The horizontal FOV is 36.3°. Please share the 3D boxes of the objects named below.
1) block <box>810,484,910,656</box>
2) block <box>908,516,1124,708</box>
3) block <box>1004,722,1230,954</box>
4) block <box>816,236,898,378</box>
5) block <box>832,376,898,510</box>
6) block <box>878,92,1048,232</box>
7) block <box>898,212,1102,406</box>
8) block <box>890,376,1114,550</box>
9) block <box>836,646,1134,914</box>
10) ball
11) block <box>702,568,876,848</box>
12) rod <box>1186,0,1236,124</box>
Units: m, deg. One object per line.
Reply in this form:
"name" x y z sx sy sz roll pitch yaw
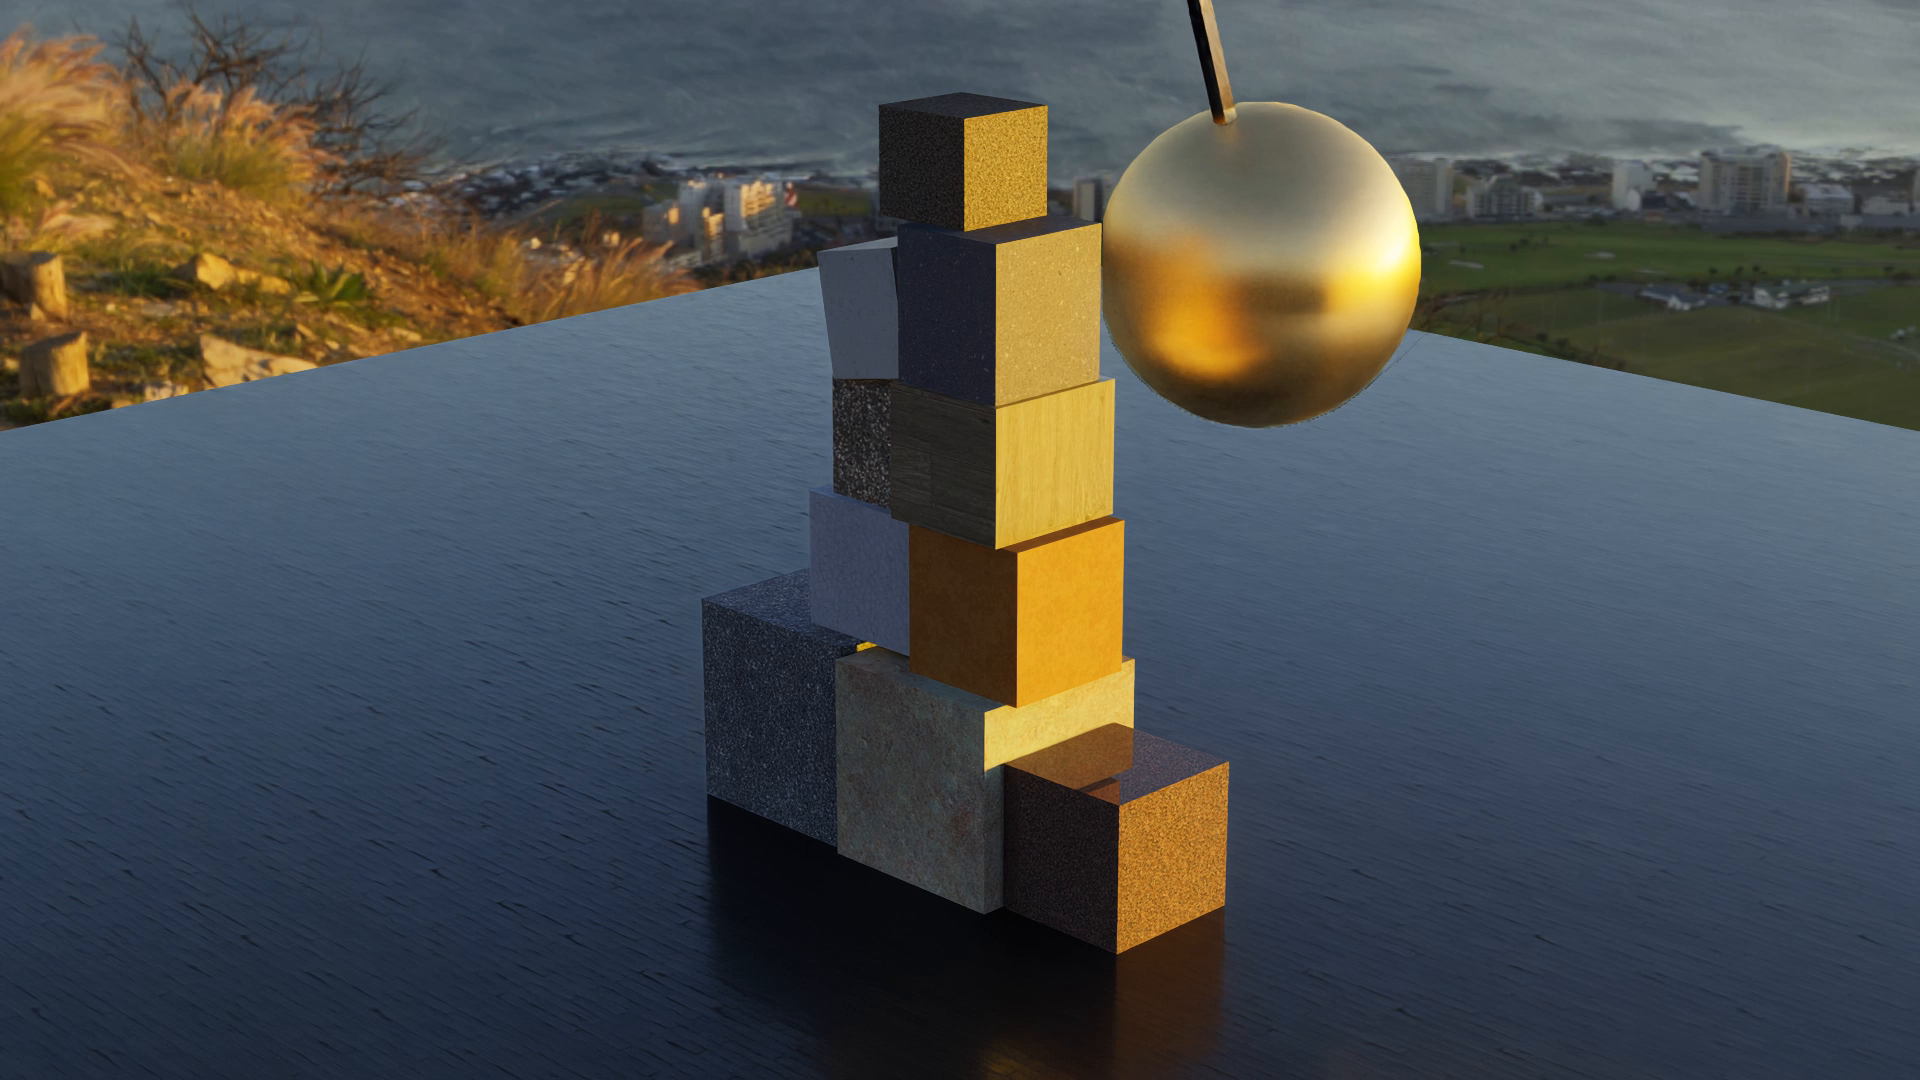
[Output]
"block" -0.242 0.092 13.620 0.581 0.646 0.707 -17 24 -42
"block" 0.252 0.253 13.154 0.684 0.712 0.672 -17 24 -42
"block" 0.691 1.310 13.023 0.722 0.692 0.682 -17 24 -42
"block" -0.241 -1.064 13.267 0.553 0.581 0.497 -16 13 -42
"block" -0.218 -0.482 13.445 0.510 0.555 0.521 -17 24 -42
"block" 0.014 -1.662 12.834 0.512 0.485 0.527 -17 24 -42
"block" 0.172 -1.037 12.821 0.655 0.700 0.598 -17 24 -42
"block" 0.189 -0.405 13.019 0.750 0.624 0.652 -17 24 -42
"block" 0.114 1.003 13.554 0.978 0.959 0.960 -17 24 -42
"ball" 1.467 -1.354 14.454 1.600 1.600 1.600 0 17 0
"block" -0.597 0.778 14.192 0.843 1.005 0.982 -17 24 -42
"rod" 0.636 -4.148 12.704 0.080 5.200 0.080 17 44 42
